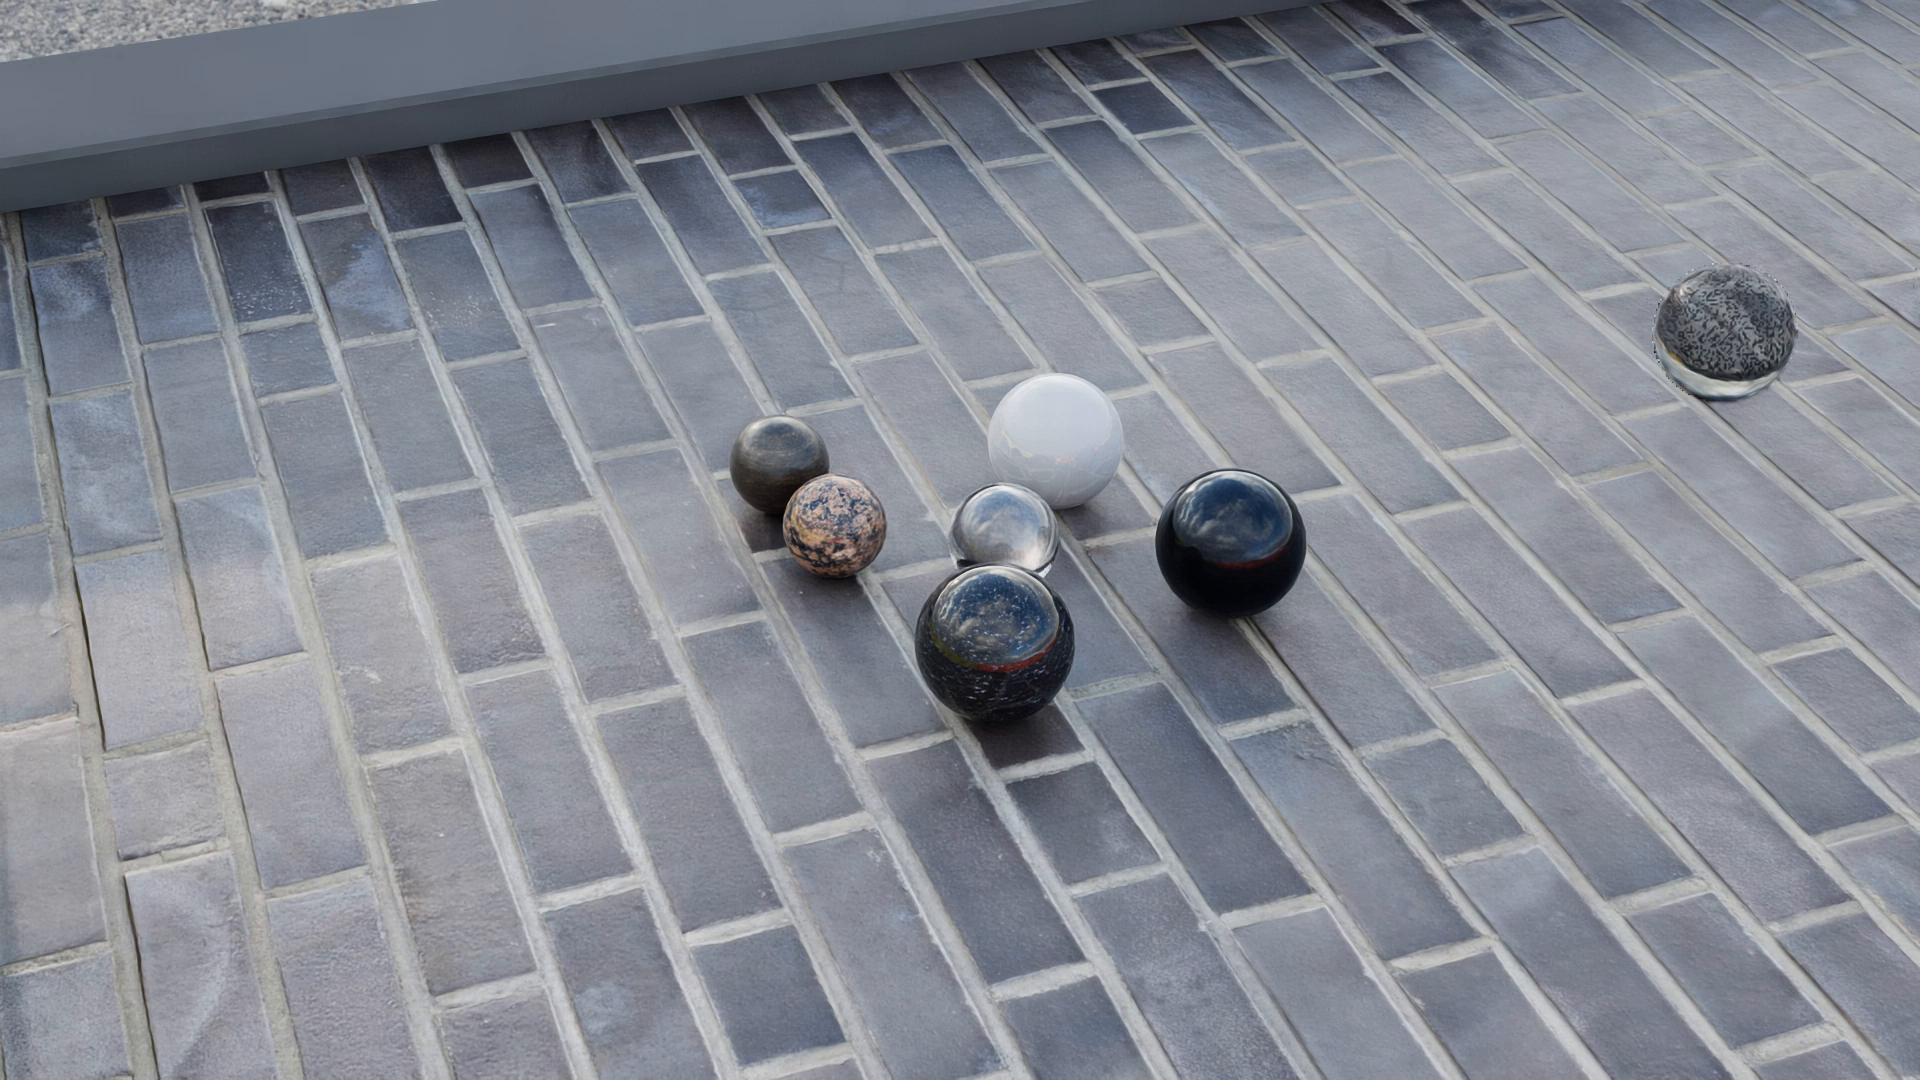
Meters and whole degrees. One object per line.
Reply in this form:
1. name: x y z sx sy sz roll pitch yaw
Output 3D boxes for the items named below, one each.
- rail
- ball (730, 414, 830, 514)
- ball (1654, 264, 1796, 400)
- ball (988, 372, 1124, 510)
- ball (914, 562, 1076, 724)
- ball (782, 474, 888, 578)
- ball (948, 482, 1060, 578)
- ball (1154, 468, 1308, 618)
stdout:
1. rail: 0.353 -0.528 2.274 2.573 0.120 0.045 -12 37 -17
2. ball: -0.116 -0.048 1.642 0.064 0.064 0.064 0 35 0
3. ball: 0.522 -0.141 1.750 0.092 0.092 0.092 0 35 0
4. ball: 0.061 -0.063 1.643 0.087 0.087 0.087 0 35 0
5. ball: 0.020 0.058 1.465 0.093 0.093 0.093 0 35 0
6. ball: -0.077 -0.009 1.585 0.065 0.065 0.065 0 35 0
7. ball: 0.027 -0.001 1.570 0.069 0.069 0.069 0 35 0
8. ball: 0.163 0.002 1.546 0.091 0.091 0.091 0 35 0
